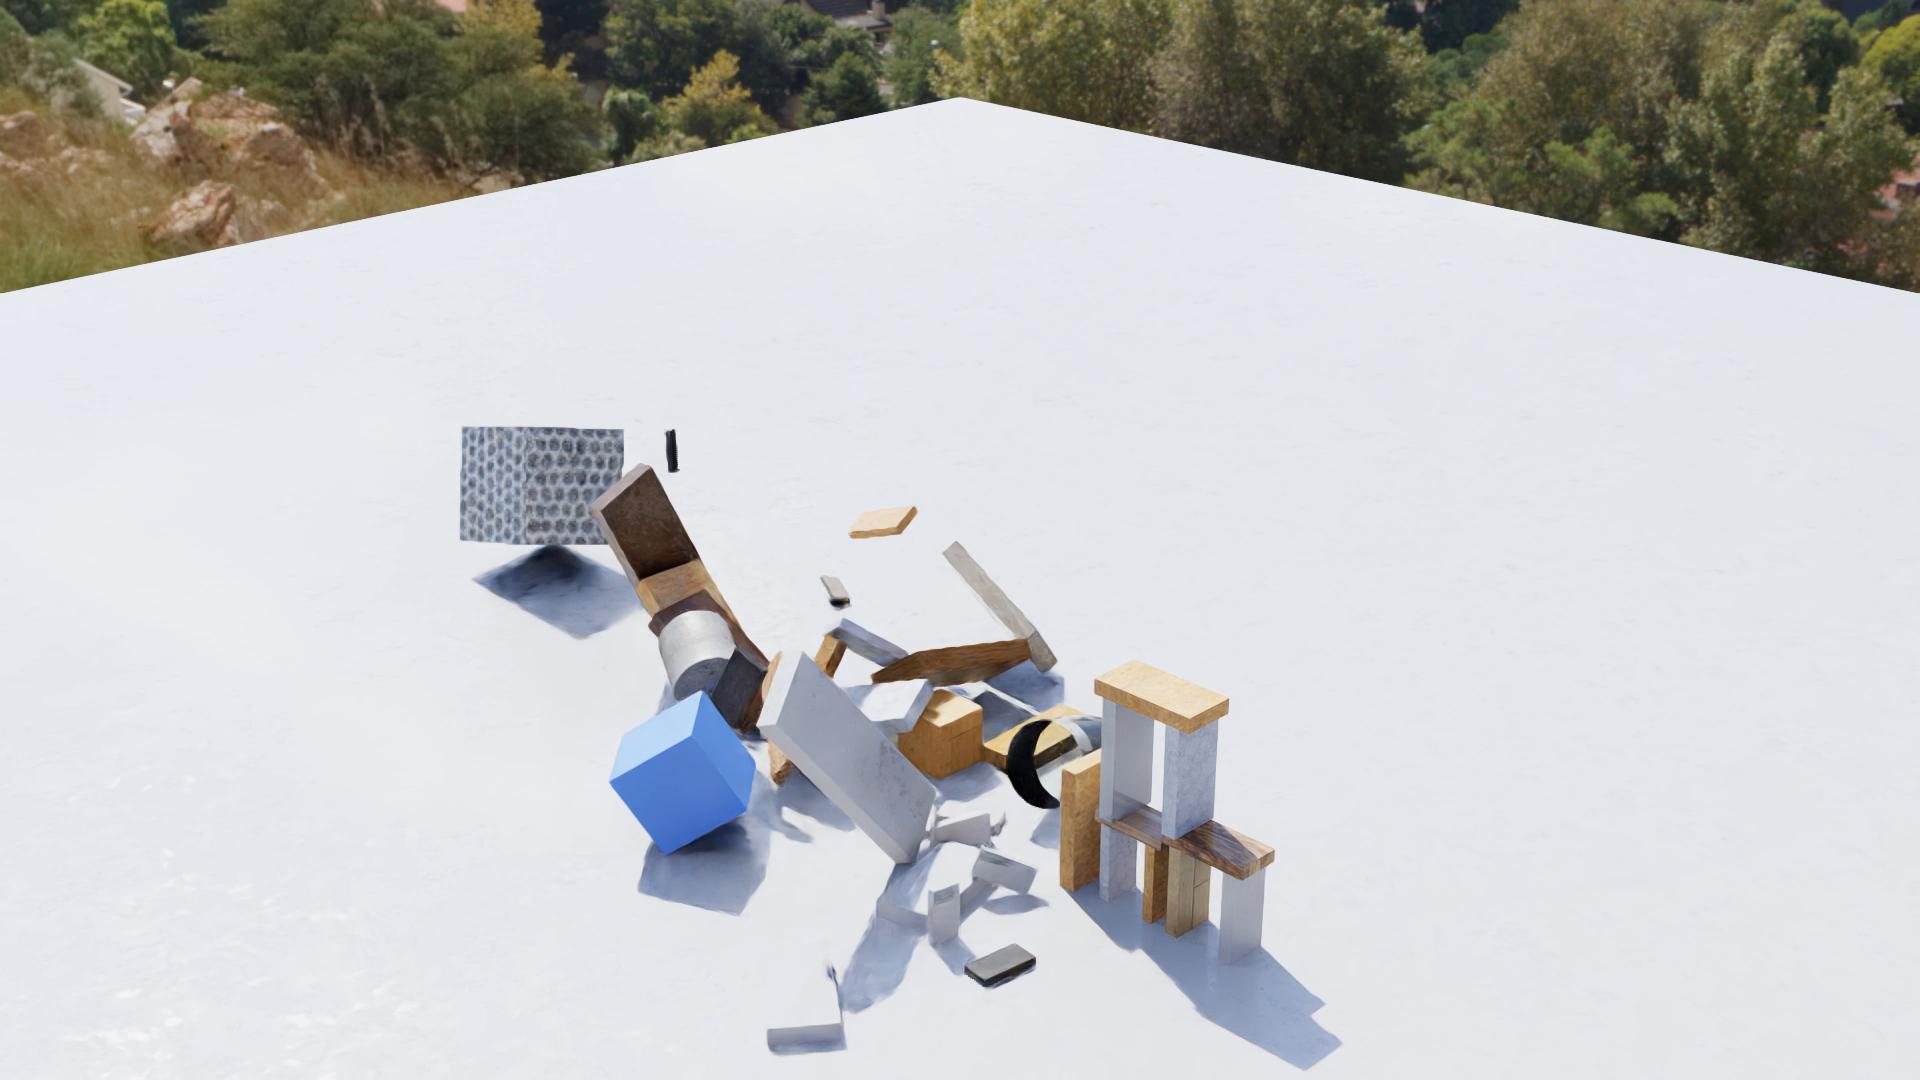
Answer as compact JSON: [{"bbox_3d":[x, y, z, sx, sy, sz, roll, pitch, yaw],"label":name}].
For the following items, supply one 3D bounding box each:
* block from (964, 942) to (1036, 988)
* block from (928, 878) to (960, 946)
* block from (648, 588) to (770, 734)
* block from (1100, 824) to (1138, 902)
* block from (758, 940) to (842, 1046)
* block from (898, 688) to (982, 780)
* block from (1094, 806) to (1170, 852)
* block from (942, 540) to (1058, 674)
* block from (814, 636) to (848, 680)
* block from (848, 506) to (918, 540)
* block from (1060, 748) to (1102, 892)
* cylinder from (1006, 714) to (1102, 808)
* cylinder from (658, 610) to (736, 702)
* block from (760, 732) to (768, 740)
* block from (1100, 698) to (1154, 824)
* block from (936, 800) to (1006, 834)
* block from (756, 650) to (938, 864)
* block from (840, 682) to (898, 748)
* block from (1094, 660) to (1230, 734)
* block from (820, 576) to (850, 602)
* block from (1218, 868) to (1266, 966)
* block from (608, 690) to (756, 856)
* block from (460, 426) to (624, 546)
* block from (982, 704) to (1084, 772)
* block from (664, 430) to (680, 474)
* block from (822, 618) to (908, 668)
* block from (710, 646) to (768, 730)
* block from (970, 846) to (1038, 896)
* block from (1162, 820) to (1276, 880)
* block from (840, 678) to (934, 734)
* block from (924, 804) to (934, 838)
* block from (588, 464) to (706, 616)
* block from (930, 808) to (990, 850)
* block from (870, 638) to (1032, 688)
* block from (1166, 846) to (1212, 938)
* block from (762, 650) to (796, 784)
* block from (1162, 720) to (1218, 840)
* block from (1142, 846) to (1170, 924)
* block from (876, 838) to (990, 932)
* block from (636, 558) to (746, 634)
[{"bbox_3d":[0.072,0.762,3.943,0.117,0.017,0.059,-17,28,-35],"label":"block"},{"bbox_3d":[-0.030,0.679,4.011,0.058,0.117,0.017,-15,30,-32],"label":"block"},{"bbox_3d":[-0.521,0.265,4.846,0.326,0.046,0.163,47,39,12],"label":"block"},{"bbox_3d":[0.300,0.594,4.154,0.023,0.161,0.081,21,31,41],"label":"block"},{"bbox_3d":[-0.283,0.791,3.850,0.127,0.036,0.254,-3,23,-8],"label":"block"},{"bbox_3d":[-0.041,0.408,4.639,0.125,0.125,0.125,-21,31,-40],"label":"block"},{"bbox_3d":[0.338,0.525,4.083,0.081,0.023,0.161,-21,31,-40],"label":"block"},{"bbox_3d":[0.092,0.155,5.063,0.047,0.165,0.329,-39,54,-4],"label":"block"},{"bbox_3d":[-0.297,0.289,4.673,0.024,0.168,0.084,26,-5,-23],"label":"block"},{"bbox_3d":[-0.180,-0.040,5.093,0.158,0.022,0.079,-6,35,41],"label":"block"},{"bbox_3d":[0.247,0.530,4.186,0.127,0.254,0.036,-21,31,-40],"label":"block"},{"bbox_3d":[0.215,0.444,4.425,0.177,0.177,0.177,15,8,32],"label":"cylinder"},{"bbox_3d":[-0.539,0.255,4.596,0.154,0.154,0.154,-8,40,-17],"label":"cylinder"},{"bbox_3d":[-0.345,0.420,4.737,0.152,0.022,0.076,14,30,30],"label":"block"},{"bbox_3d":[0.309,0.389,4.055,0.111,0.249,0.031,-21,31,-40],"label":"block"},{"bbox_3d":[0.021,0.557,4.425,0.127,0.018,0.063,8,24,19],"label":"block"},{"bbox_3d":[-0.207,0.416,4.166,0.047,0.479,0.165,-9,47,34],"label":"block"},{"bbox_3d":[-0.185,0.385,4.807,0.258,0.037,0.129,16,28,34],"label":"block"},{"bbox_3d":[0.361,0.280,3.952,0.222,0.031,0.111,21,31,41],"label":"block"},{"bbox_3d":[-0.306,0.120,5.414,0.046,0.013,0.093,9,28,-30],"label":"block"},{"bbox_3d":[0.508,0.664,3.959,0.026,0.184,0.092,21,31,41],"label":"block"},{"bbox_3d":[-0.544,0.458,4.340,0.194,0.194,0.194,-30,20,12],"label":"block"},{"bbox_3d":[-1.056,-0.138,5.551,0.289,0.289,0.289,3,2,45],"label":"block"},{"bbox_3d":[0.181,0.430,4.701,0.129,0.037,0.258,20,30,38],"label":"block"},{"bbox_3d":[-0.644,-0.197,4.918,0.013,0.093,0.046,-4,-3,-23],"label":"block"},{"bbox_3d":[-0.204,0.223,4.727,0.168,0.024,0.084,29,-27,-20],"label":"block"},{"bbox_3d":[-0.455,0.302,4.503,0.079,0.158,0.022,40,30,22],"label":"block"},{"bbox_3d":[0.083,0.625,4.159,0.117,0.058,0.017,21,15,-7],"label":"block"},{"bbox_3d":[0.464,0.550,3.958,0.092,0.026,0.185,-21,31,-40],"label":"block"},{"bbox_3d":[-0.194,0.357,4.619,0.258,0.037,0.129,-8,32,31],"label":"block"},{"bbox_3d":[-0.083,0.559,4.421,0.063,0.018,0.127,-1,23,-2],"label":"block"},{"bbox_3d":[-0.702,0.005,4.985,0.046,0.326,0.163,15,49,44],"label":"block"},{"bbox_3d":[0.001,0.575,4.323,0.127,0.063,0.018,-12,24,-26],"label":"block"},{"bbox_3d":[-0.017,0.276,4.803,0.329,0.047,0.165,-4,-18,-44],"label":"block"},{"bbox_3d":[0.421,0.630,4.039,0.026,0.184,0.092,21,31,41],"label":"block"},{"bbox_3d":[-0.380,0.371,4.641,0.022,0.079,0.357,24,26,-23],"label":"block"},{"bbox_3d":[0.414,0.417,3.953,0.111,0.222,0.031,-21,31,-40],"label":"block"},{"bbox_3d":[0.376,0.624,4.084,0.023,0.161,0.081,21,31,41],"label":"block"},{"bbox_3d":[-0.038,0.655,4.171,0.127,0.036,0.254,12,26,27],"label":"block"},{"bbox_3d":[-0.577,0.210,4.947,0.163,0.046,0.326,-21,72,-40],"label":"block"}]
